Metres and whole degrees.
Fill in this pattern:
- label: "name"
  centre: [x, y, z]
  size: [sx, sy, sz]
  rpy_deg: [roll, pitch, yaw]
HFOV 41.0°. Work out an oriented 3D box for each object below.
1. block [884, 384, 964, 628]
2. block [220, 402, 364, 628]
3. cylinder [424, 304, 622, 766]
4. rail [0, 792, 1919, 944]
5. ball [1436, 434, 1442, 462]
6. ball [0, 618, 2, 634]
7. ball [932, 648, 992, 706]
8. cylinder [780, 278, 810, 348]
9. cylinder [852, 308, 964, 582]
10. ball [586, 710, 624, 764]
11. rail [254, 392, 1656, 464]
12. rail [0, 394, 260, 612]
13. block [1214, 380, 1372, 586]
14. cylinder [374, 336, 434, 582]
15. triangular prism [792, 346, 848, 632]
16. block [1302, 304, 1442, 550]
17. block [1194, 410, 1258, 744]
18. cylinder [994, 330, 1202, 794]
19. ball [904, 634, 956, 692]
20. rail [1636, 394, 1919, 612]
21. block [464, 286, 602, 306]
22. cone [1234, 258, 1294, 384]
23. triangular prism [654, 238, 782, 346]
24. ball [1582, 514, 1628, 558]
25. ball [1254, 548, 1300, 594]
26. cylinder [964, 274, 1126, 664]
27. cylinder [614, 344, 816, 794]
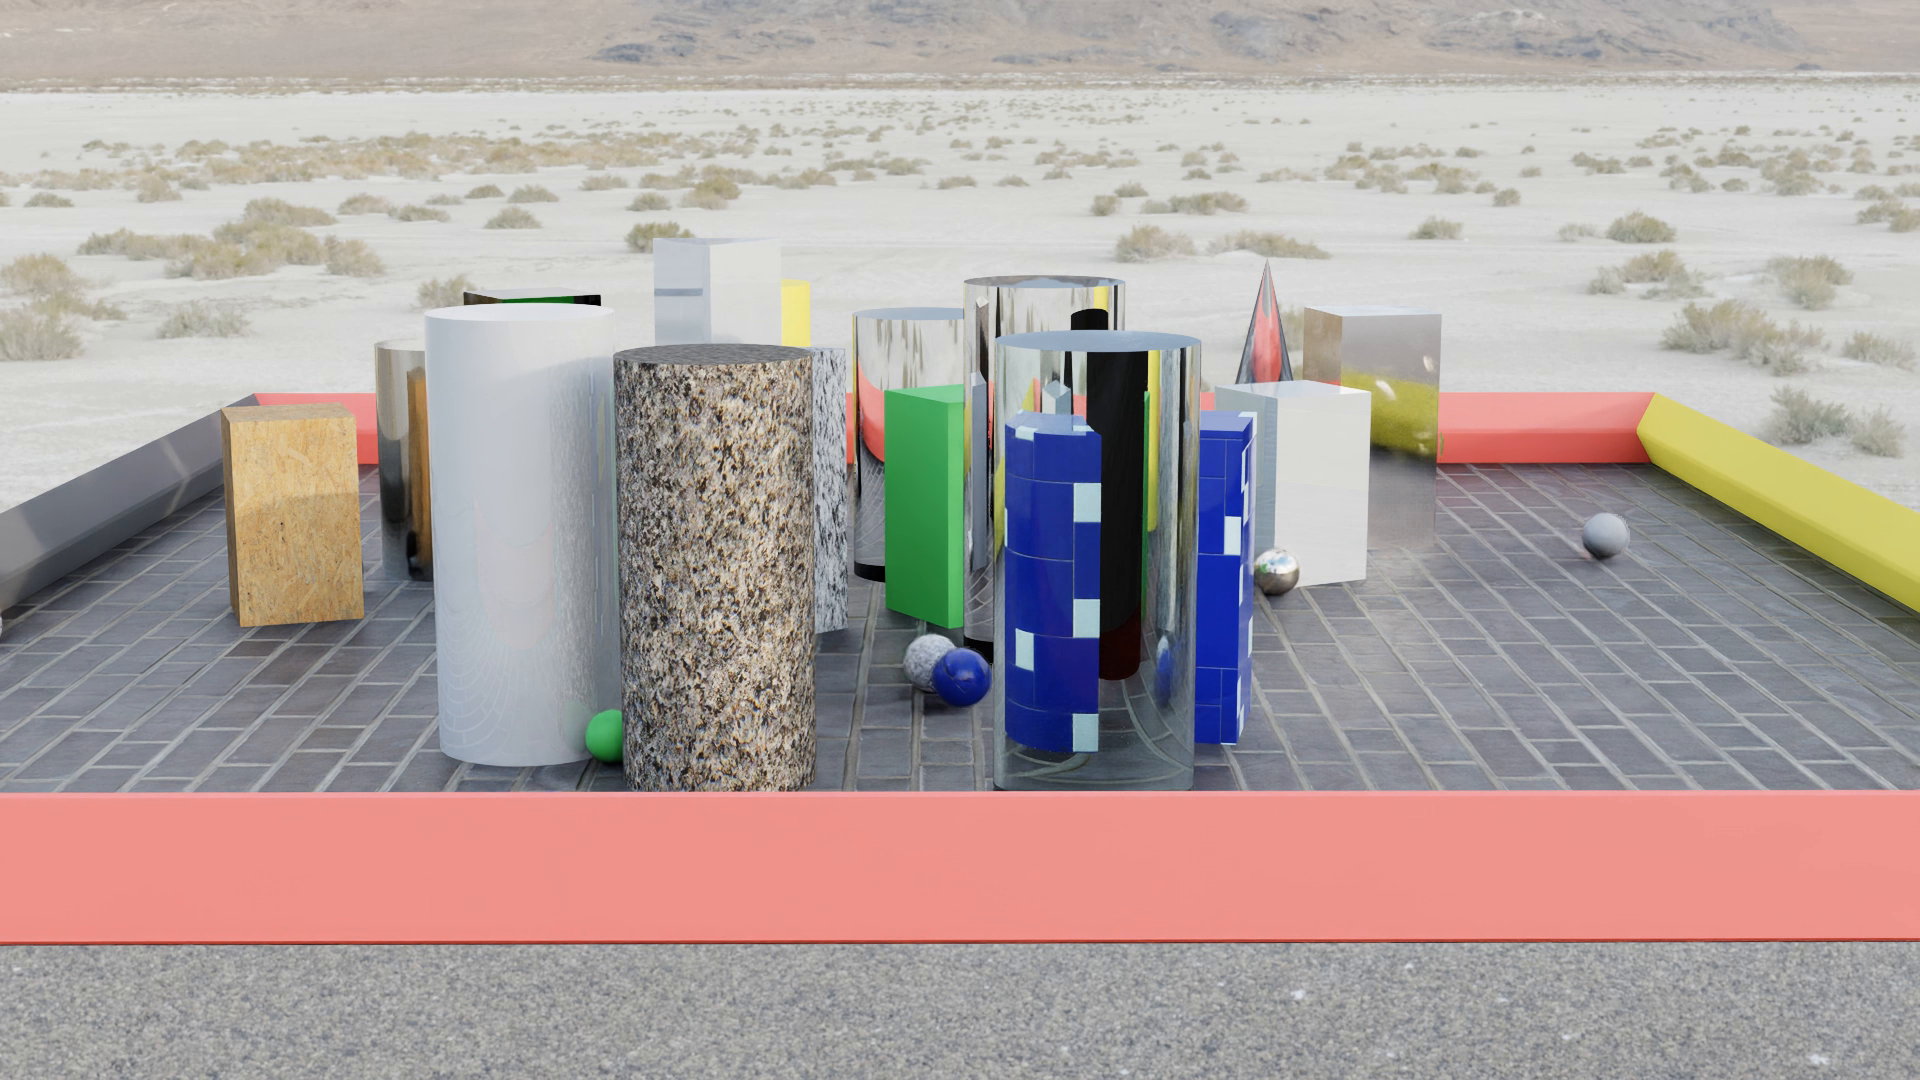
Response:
- label: "block"
  centre: [0.009, -0.050, 3.445]
  size: [0.160, 0.298, 0.160]
  rpy_deg: [-7, 12, -32]
- label: "block"
  centre: [-0.898, -0.037, 3.448]
  size: [0.160, 0.271, 0.160]
  rpy_deg: [-4, 11, -20]
- label: "cylinder"
  centre: [-0.466, -0.011, 2.757]
  size: [0.200, 0.470, 0.200]
  rpy_deg: [0, 10, 0]
- label: "rail"
  centre: [0.008, 0.270, 2.167]
  size: [2.594, 0.130, 0.045]
  rpy_deg: [0, 10, 0]
- label: "ball"
  centre: [0.840, -0.169, 4.683]
  size: [0.082, 0.082, 0.082]
  rpy_deg: [0, 10, 0]
- label: "ball"
  centre: [-1.244, 0.109, 3.263]
  size: [0.051, 0.051, 0.051]
  rpy_deg: [0, 10, 0]
- label: "ball"
  centre: [0.002, 0.158, 2.951]
  size: [0.068, 0.068, 0.068]
  rpy_deg: [0, 10, 0]
- label: "cylinder"
  centre: [-0.338, -0.219, 4.115]
  size: [0.200, 0.386, 0.200]
  rpy_deg: [0, 10, 0]
- label: "cylinder"
  centre: [-0.055, -0.140, 3.711]
  size: [0.200, 0.376, 0.200]
  rpy_deg: [0, 10, 0]
- label: "ball"
  centre: [-0.367, 0.208, 2.711]
  size: [0.057, 0.057, 0.057]
  rpy_deg: [0, 10, 0]
- label: "rail"
  centre: [-0.008, -0.204, 4.730]
  size: [2.594, 0.130, 0.045]
  rpy_deg: [0, 10, 0]
- label: "rail"
  centre: [-1.273, 0.035, 3.441]
  size: [0.045, 0.130, 2.654]
  rpy_deg: [0, 10, 0]
- label: "block"
  centre: [0.476, -0.083, 3.697]
  size: [0.160, 0.271, 0.160]
  rpy_deg: [-5, 12, -27]
- label: "cylinder"
  centre: [-0.745, -0.121, 3.736]
  size: [0.200, 0.332, 0.200]
  rpy_deg: [0, 10, 0]
- label: "triangular prism"
  centre: [-0.262, -0.066, 3.339]
  size: [0.173, 0.367, 0.150]
  rpy_deg: [-9, 14, -41]
- label: "block"
  centre: [0.631, -0.177, 3.964]
  size: [0.160, 0.357, 0.160]
  rpy_deg: [-2, 11, -13]
- label: "block"
  centre: [0.239, 0.036, 2.850]
  size: [0.160, 0.344, 0.160]
  rpy_deg: [2, 11, 12]
- label: "cylinder"
  centre: [0.133, 0.037, 2.513]
  size: [0.200, 0.465, 0.200]
  rpy_deg: [0, 10, 0]
- label: "ball"
  centre: [-0.033, 0.145, 3.023]
  size: [0.068, 0.068, 0.068]
  rpy_deg: [0, 10, 0]
- label: "rail"
  centre: [1.273, 0.032, 3.456]
  size: [0.045, 0.130, 2.654]
  rpy_deg: [0, 10, 0]
- label: "block"
  centre: [-0.659, -0.192, 3.980]
  size: [0.160, 0.382, 0.160]
  rpy_deg: [-6, 12, -31]
- label: "cone"
  centre: [0.494, -0.247, 4.161]
  size: [0.200, 0.424, 0.200]
  rpy_deg: [0, 10, 0]
- label: "triangular prism"
  centre: [-0.358, -0.170, 3.559]
  size: [0.150, 0.491, 0.173]
  rpy_deg: [6, 12, 30]
- label: "ball"
  centre: [0.965, -0.006, 3.843]
  size: [0.067, 0.067, 0.067]
  rpy_deg: [0, 10, 0]
- label: "ball"
  centre: [0.442, 0.044, 3.576]
  size: [0.065, 0.065, 0.065]
  rpy_deg: [0, 10, 0]
- label: "cylinder"
  centre: [0.104, -0.090, 3.200]
  size: [0.200, 0.465, 0.200]
  rpy_deg: [0, 10, 0]
- label: "cylinder"
  centre: [-0.249, 0.029, 2.622]
  size: [0.200, 0.440, 0.200]
  rpy_deg: [0, 10, 0]
